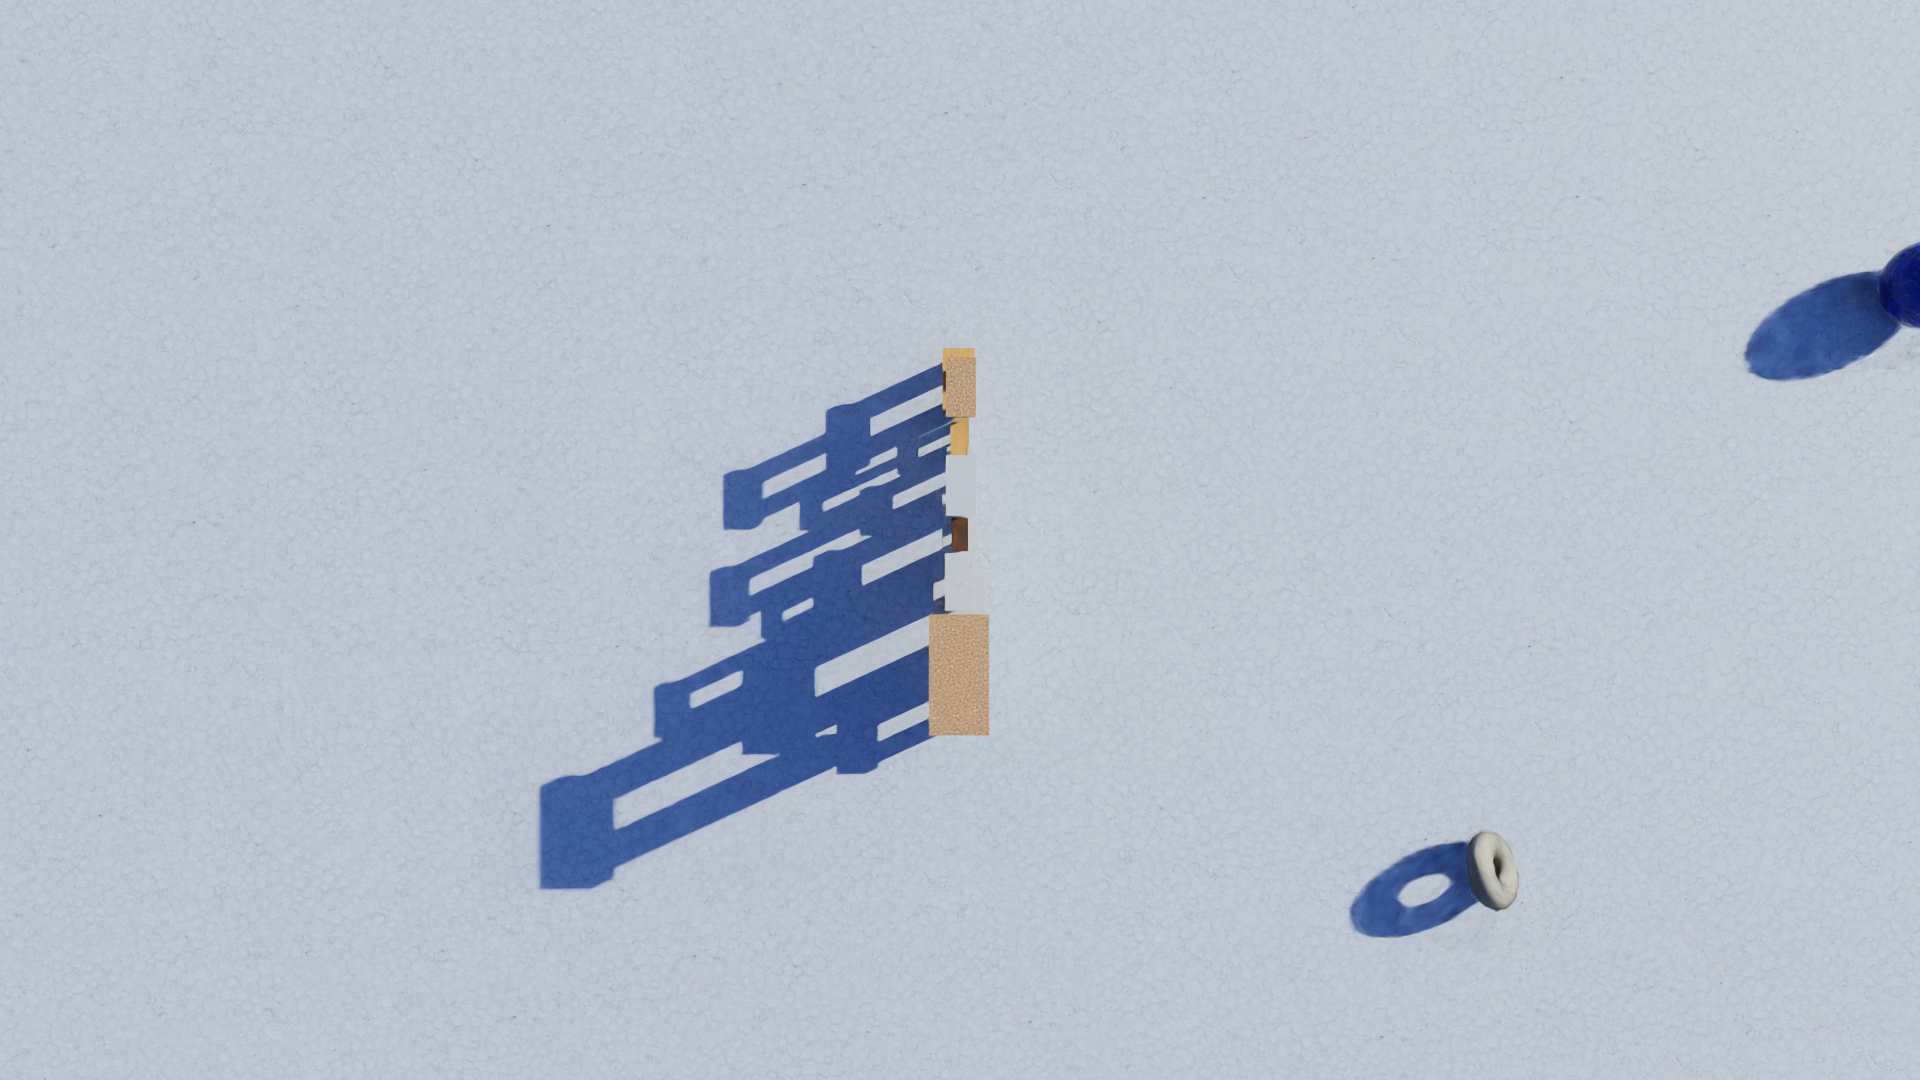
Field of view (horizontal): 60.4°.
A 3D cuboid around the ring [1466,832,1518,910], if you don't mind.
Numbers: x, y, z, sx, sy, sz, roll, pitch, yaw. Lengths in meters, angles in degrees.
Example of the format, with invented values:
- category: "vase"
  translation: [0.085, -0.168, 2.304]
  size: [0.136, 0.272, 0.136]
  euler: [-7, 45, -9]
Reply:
- category: "ring"
  translation: [1.740, 1.080, 5.387]
  size: [0.086, 0.258, 0.258]
  euler: [-19, 90, 39]

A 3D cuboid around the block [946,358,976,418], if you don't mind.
- category: "block"
  translation: [0.003, -0.469, 5.072]
  size: [0.091, 0.026, 0.183]
  euler: [0, 90, 0]

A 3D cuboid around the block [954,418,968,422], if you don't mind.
- category: "block"
  translation: [0.004, -0.355, 5.394]
  size: [0.050, 0.014, 0.099]
  euler: [0, 90, 0]

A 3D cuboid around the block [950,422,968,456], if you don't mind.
- category: "block"
  translation: [-0.003, -0.318, 5.210]
  size: [0.054, 0.015, 0.109]
  euler: [0, 90, 0]

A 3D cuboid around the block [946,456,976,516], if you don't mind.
- category: "block"
  translation: [0.003, -0.167, 5.046]
  size: [0.092, 0.026, 0.184]
  euler: [0, 90, 0]

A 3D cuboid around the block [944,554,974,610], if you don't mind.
- category: "block"
  translation: [-0.002, 0.125, 4.937]
  size: [0.086, 0.024, 0.171]
  euler: [0, 90, 0]

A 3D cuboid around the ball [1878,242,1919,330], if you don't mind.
- category: "ball"
  translation: [3.146, -0.826, 5.354]
  size: [0.292, 0.292, 0.292]
  euler: [0, 90, 0]

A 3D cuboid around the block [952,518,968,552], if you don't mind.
- category: "block"
  translation: [-0.001, -0.017, 5.131]
  size: [0.052, 0.015, 0.104]
  euler: [0, 90, 0]

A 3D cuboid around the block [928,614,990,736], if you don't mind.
- category: "block"
  translation: [-0.003, 0.388, 4.751]
  size: [0.172, 0.049, 0.345]
  euler: [0, 90, 0]

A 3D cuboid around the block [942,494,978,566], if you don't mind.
- category: "block"
  translation: [0.000, -0.031, 5.259]
  size: [0.112, 0.032, 0.225]
  euler: [0, 90, 0]

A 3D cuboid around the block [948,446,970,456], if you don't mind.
- category: "block"
  translation: [-0.003, -0.225, 5.337]
  size: [0.076, 0.022, 0.152]
  euler: [0, 90, 0]

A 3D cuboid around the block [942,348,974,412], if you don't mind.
- category: "block"
  translation: [-0.004, -0.512, 5.282]
  size: [0.102, 0.029, 0.203]
  euler: [0, 90, 0]

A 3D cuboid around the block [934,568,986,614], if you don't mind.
- category: "block"
  translation: [0.001, 0.253, 5.143]
  size: [0.167, 0.047, 0.333]
  euler: [0, 90, 0]
